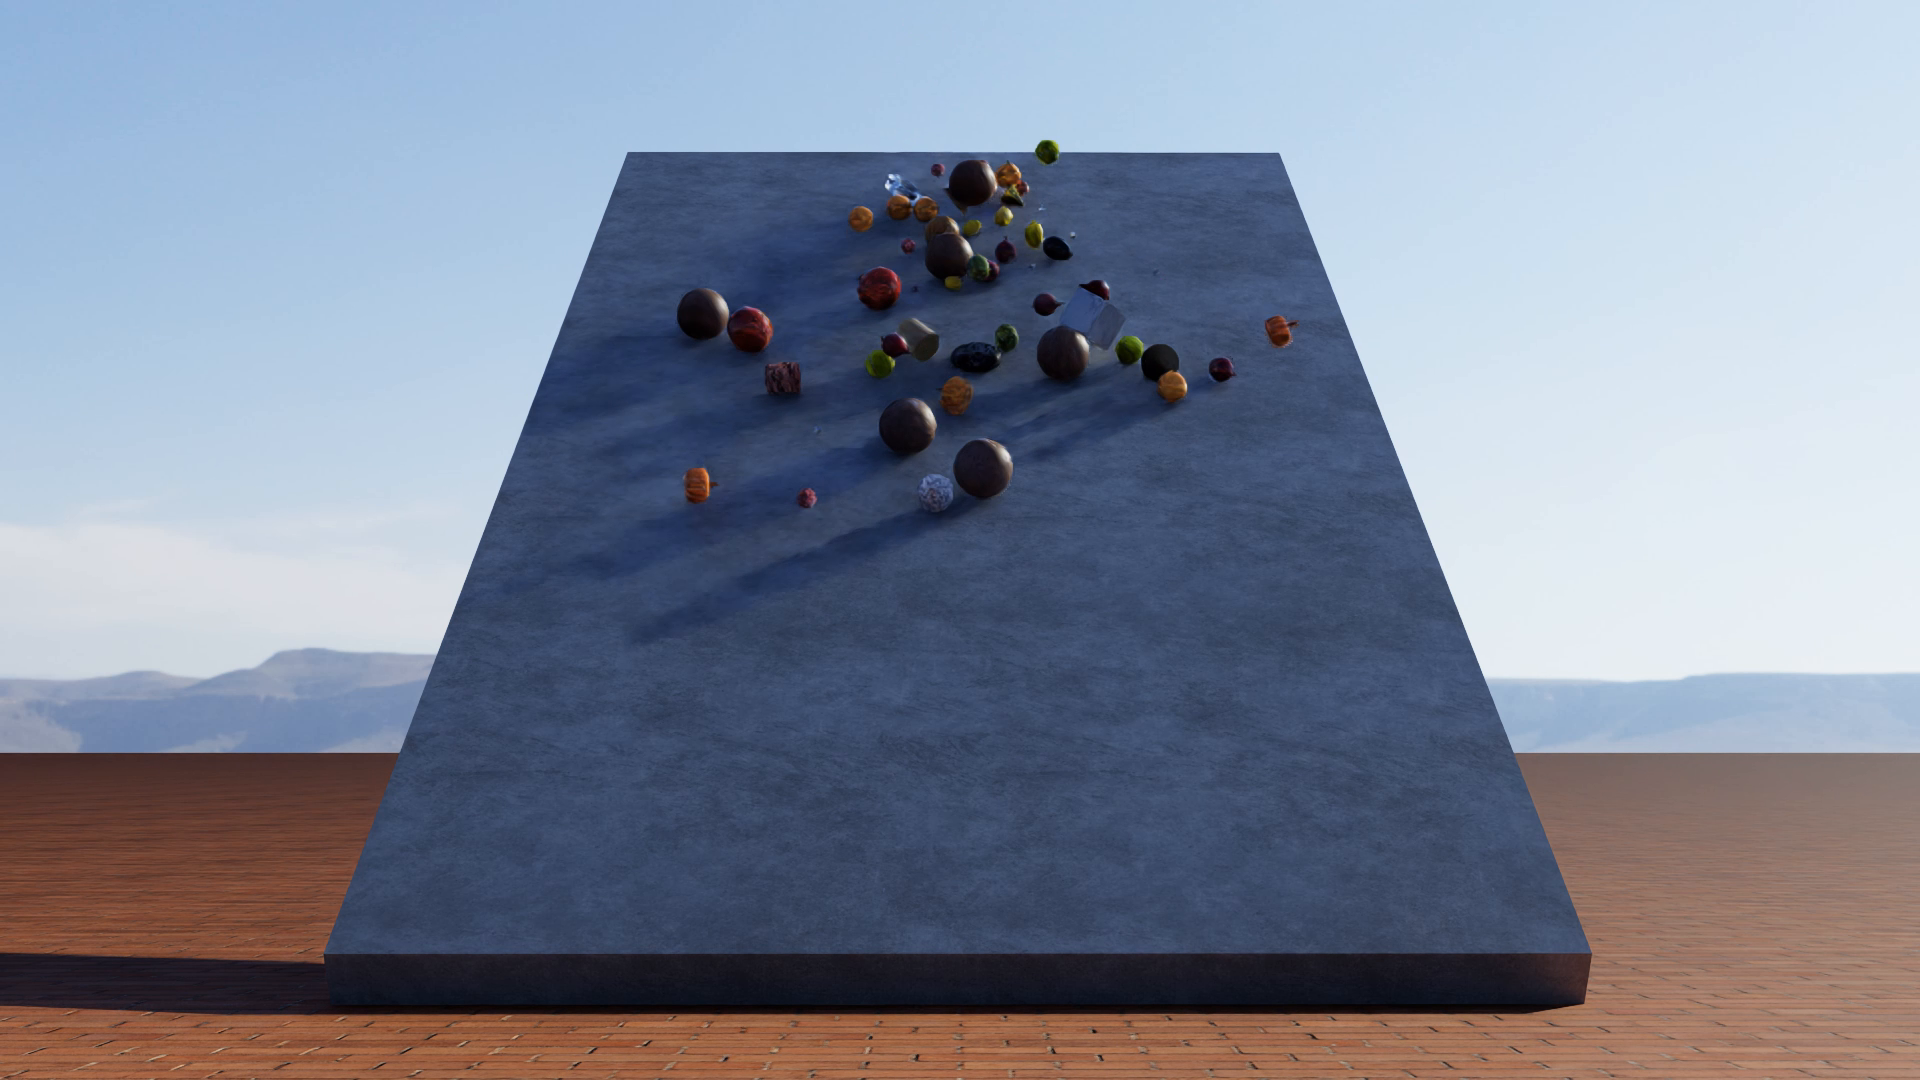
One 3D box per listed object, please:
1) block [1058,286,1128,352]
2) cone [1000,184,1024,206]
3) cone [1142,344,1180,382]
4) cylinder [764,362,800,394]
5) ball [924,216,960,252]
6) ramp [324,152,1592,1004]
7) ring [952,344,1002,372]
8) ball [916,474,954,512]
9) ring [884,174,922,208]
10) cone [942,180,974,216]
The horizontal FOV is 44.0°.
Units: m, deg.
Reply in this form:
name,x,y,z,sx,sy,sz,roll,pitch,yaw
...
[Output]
name,x,y,z,sx,sy,sz,roll,pitch,yaw
block,0.325,-0.540,5.797,0.099,0.099,0.099,33,3,39
cone,0.162,-0.982,6.866,0.064,0.064,0.064,38,2,11
cone,0.489,-0.428,5.787,0.093,0.093,0.093,-1,1,7
cylinder,-0.422,-0.386,5.665,0.072,0.072,0.072,-7,-3,-15
ball,-0.049,-0.839,6.511,0.098,0.098,0.098,0,-5,0
ramp,-0.011,-0.225,5.546,2.000,0.100,4.000,0,27,0
ring,0.040,-0.447,5.821,0.125,0.042,0.125,-1,26,0
ball,-0.054,-0.101,5.110,0.082,0.082,0.082,0,-5,0
ring,-0.163,-1.006,6.843,0.042,0.126,0.126,-50,-30,21
cone,0.004,-0.966,6.761,0.096,0.096,0.096,-12,19,4
